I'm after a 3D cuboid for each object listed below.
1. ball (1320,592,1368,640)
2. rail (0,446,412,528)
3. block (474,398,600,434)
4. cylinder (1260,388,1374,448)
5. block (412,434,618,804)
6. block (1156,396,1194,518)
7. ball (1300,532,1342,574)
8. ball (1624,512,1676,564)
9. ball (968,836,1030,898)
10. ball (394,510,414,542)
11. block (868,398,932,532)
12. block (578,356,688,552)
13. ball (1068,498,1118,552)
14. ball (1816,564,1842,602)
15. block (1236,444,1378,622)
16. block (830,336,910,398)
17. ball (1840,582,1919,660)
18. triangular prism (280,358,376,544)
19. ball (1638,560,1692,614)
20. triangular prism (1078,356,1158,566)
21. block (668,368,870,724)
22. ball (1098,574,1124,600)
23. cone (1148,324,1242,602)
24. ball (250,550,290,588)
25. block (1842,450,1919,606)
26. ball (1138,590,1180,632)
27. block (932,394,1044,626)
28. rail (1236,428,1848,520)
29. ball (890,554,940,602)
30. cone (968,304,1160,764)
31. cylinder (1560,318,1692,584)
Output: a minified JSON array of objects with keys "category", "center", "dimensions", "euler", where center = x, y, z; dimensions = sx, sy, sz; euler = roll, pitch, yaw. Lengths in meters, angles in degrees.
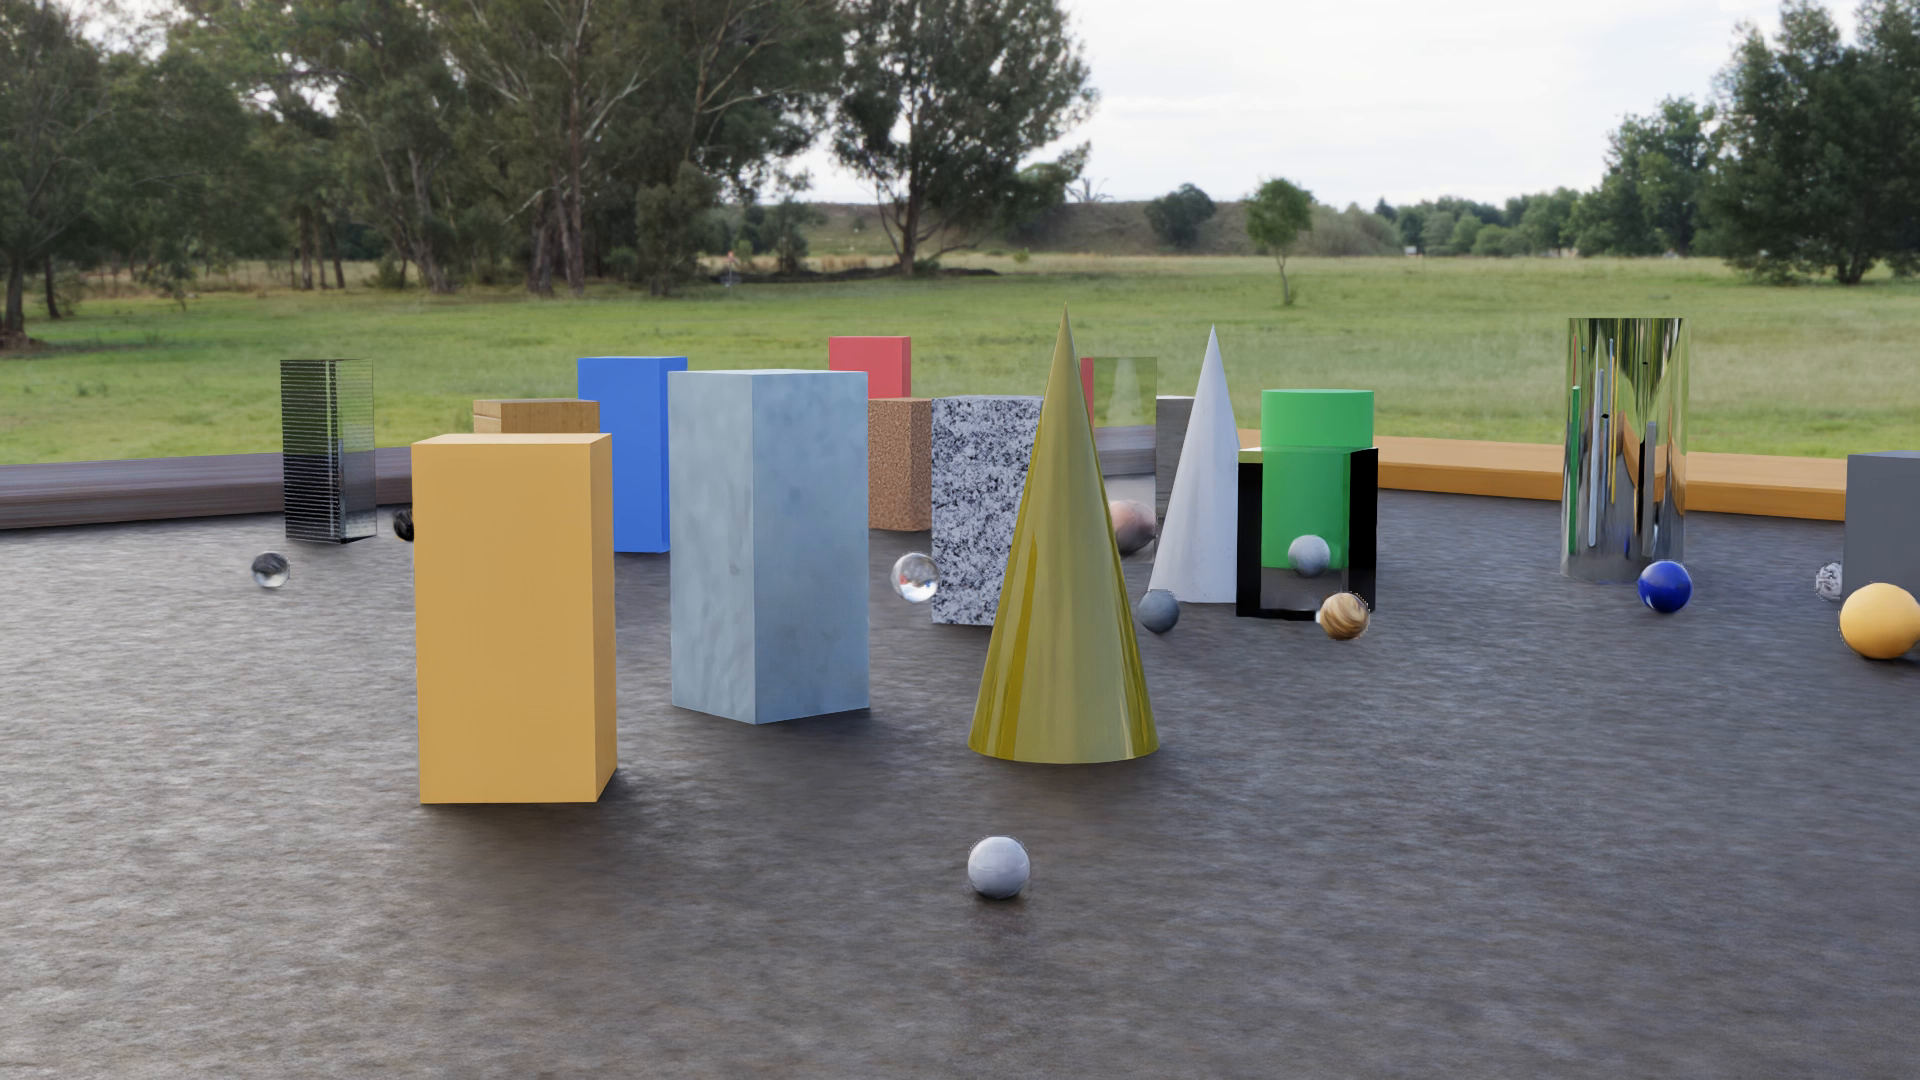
[{"category":"ball","center":[0.520,0.104,2.979],"dimensions":[0.065,0.065,0.065],"euler":[0,6,0]},{"category":"rail","center":[-1.469,-0.132,4.915],"dimensions":[4.587,0.129,0.045],"euler":[-5,8,-42]},{"category":"block","center":[-0.677,-0.072,3.524],"dimensions":[0.159,0.302,0.159],"euler":[-3,7,-27]},{"category":"cylinder","center":[0.637,-0.116,3.936],"dimensions":[0.198,0.302,0.198],"euler":[0,6,0]},{"category":"block","center":[-0.413,0.068,2.059],"dimensions":[0.159,0.326,0.159],"euler":[0,6,-2]},{"category":"block","center":[0.431,-0.185,4.826],"dimensions":[0.159,0.256,0.159],"euler":[-2,6,-22]},{"category":"ball","center":[0.614,0.021,3.743],"dimensions":[0.071,0.071,0.071],"euler":[0,6,0]},{"category":"ball","center":[1.217,-0.003,3.879],"dimensions":[0.090,0.090,0.090],"euler":[0,6,0]},{"category":"ball","center":[0.029,0.249,1.671],"dimensions":[0.047,0.047,0.047],"euler":[0,6,0]},{"category":"ball","center":[-1.065,-0.028,4.261],"dimensions":[0.061,0.061,0.061],"euler":[0,6,0]},{"category":"block","center":[-0.105,-0.159,4.546],"dimensions":[0.159,0.262,0.159],"euler":[5,8,42]},{"category":"block","center":[-0.612,-0.164,4.135],"dimensions":[0.159,0.357,0.159],"euler":[1,6,12]},{"category":"ball","center":[0.243,-0.027,4.066],"dimensions":[0.099,0.099,0.099],"euler":[0,6,0]},{"category":"ball","center":[1.344,0.065,3.375],"dimensions":[0.058,0.058,0.058],"euler":[0,6,0]},{"category":"block","center":[0.511,-0.013,3.234],"dimensions":[0.159,0.243,0.159],"euler":[3,7,28]},{"category":"block","center":[-0.196,-0.253,4.841],"dimensions":[0.159,0.387,0.159],"euler":[1,6,6]},{"category":"ball","center":[1.178,0.104,2.812],"dimensions":[0.098,0.098,0.098],"euler":[0,6,0]},{"category":"triangular prism","center":[-1.207,-0.178,4.302],"dimensions":[0.172,0.350,0.149],"euler":[4,7,35]},{"category":"ball","center":[1.041,0.069,3.247],"dimensions":[0.078,0.078,0.078],"euler":[0,6,0]},{"category":"triangular prism","center":[0.234,-0.142,3.893],"dimensions":[0.172,0.364,0.149],"euler":[-4,7,-32]},{"category":"block","center":[-0.214,0.000,2.465],"dimensions":[0.159,0.377,0.159],"euler":[-5,8,-41]},{"category":"ball","center":[0.233,0.073,3.386],"dimensions":[0.042,0.042,0.042],"euler":[0,6,0]},{"category":"cone","center":[0.394,-0.126,3.440],"dimensions":[0.198,0.426,0.198],"euler":[0,6,0]},{"category":"ball","center":[-1.114,0.047,3.549],"dimensions":[0.059,0.059,0.059],"euler":[0,6,0]},{"category":"block","center":[1.390,-0.004,3.171],"dimensions":[0.159,0.238,0.159],"euler":[-5,8,-41]},{"category":"ball","center":[0.276,0.099,3.052],"dimensions":[0.058,0.058,0.058],"euler":[0,6,0]},{"category":"block","center":[0.059,-0.046,3.183],"dimensions":[0.159,0.320,0.159],"euler":[2,6,17]},{"category":"rail","center":[1.668,-0.126,4.863],"dimensions":[0.045,0.129,4.380],"euler":[-5,8,-42]},{"category":"ball","center":[-0.064,0.054,3.115],"dimensions":[0.070,0.070,0.070],"euler":[0,6,0]},{"category":"cone","center":[0.106,-0.015,2.244],"dimensions":[0.198,0.453,0.198],"euler":[0,6,0]},{"category":"cylinder","center":[1.112,-0.154,3.676],"dimensions":[0.198,0.432,0.198],"euler":[0,6,0]}]
